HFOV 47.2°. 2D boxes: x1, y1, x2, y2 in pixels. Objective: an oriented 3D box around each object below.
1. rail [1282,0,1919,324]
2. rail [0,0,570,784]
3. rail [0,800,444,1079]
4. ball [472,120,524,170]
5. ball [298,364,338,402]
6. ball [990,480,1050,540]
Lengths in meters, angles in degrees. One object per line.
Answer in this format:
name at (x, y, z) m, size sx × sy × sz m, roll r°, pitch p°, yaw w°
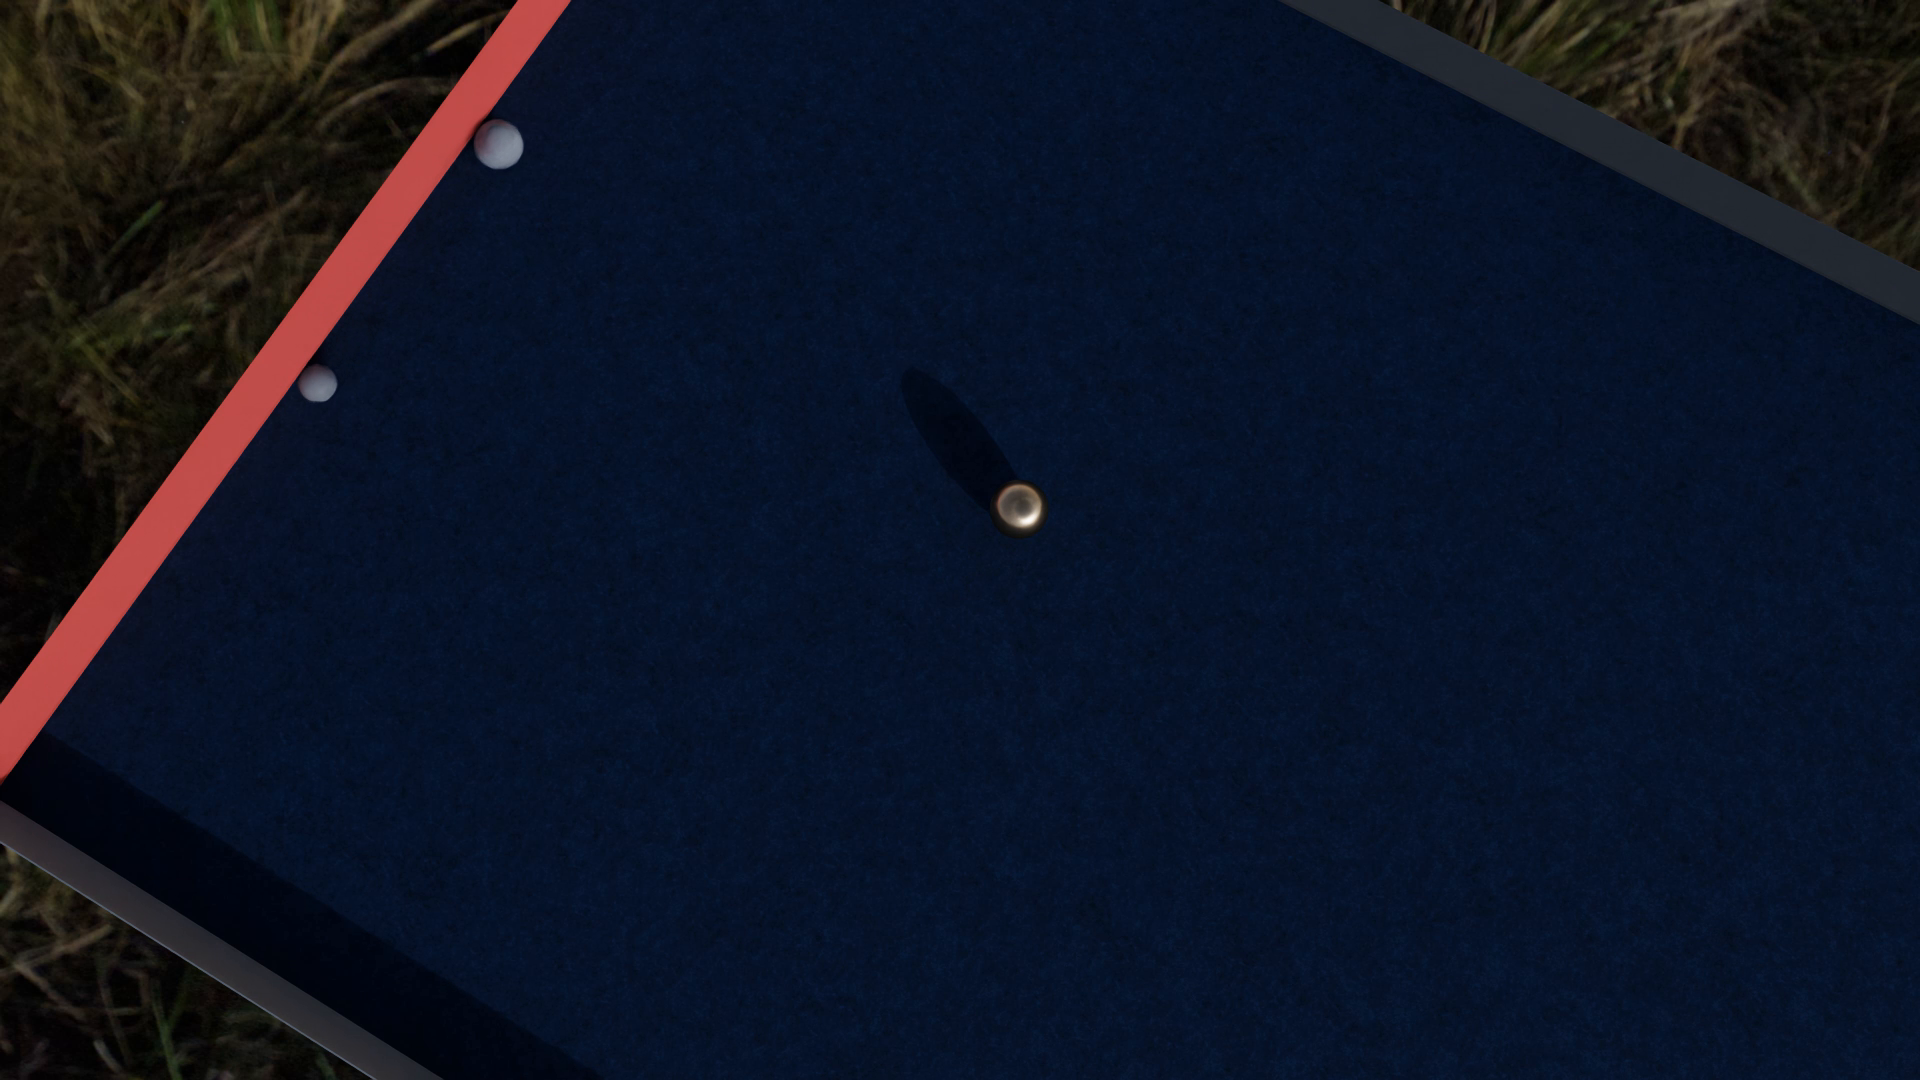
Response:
rail at (1.478, -0.386, 3.481) m, size 4.292 × 0.120 × 0.045 m, roll 29°, pitch 75°, yaw 9°
rail at (-0.904, -0.515, 3.521) m, size 0.045 × 0.120 × 2.230 m, roll 29°, pitch 75°, yaw 9°
rail at (0.372, 1.411, 2.920) m, size 4.292 × 0.120 × 0.045 m, roll 29°, pitch 75°, yaw 9°
ball at (-0.752, -0.644, 3.583) m, size 0.081 × 0.081 × 0.081 m, roll 0°, pitch 73°, yaw 0°
ball at (-1.013, -0.248, 3.470) m, size 0.060 × 0.060 × 0.060 m, roll 0°, pitch 73°, yaw 0°
ball at (0.091, -0.048, 3.391) m, size 0.092 × 0.092 × 0.092 m, roll 0°, pitch 73°, yaw 0°
